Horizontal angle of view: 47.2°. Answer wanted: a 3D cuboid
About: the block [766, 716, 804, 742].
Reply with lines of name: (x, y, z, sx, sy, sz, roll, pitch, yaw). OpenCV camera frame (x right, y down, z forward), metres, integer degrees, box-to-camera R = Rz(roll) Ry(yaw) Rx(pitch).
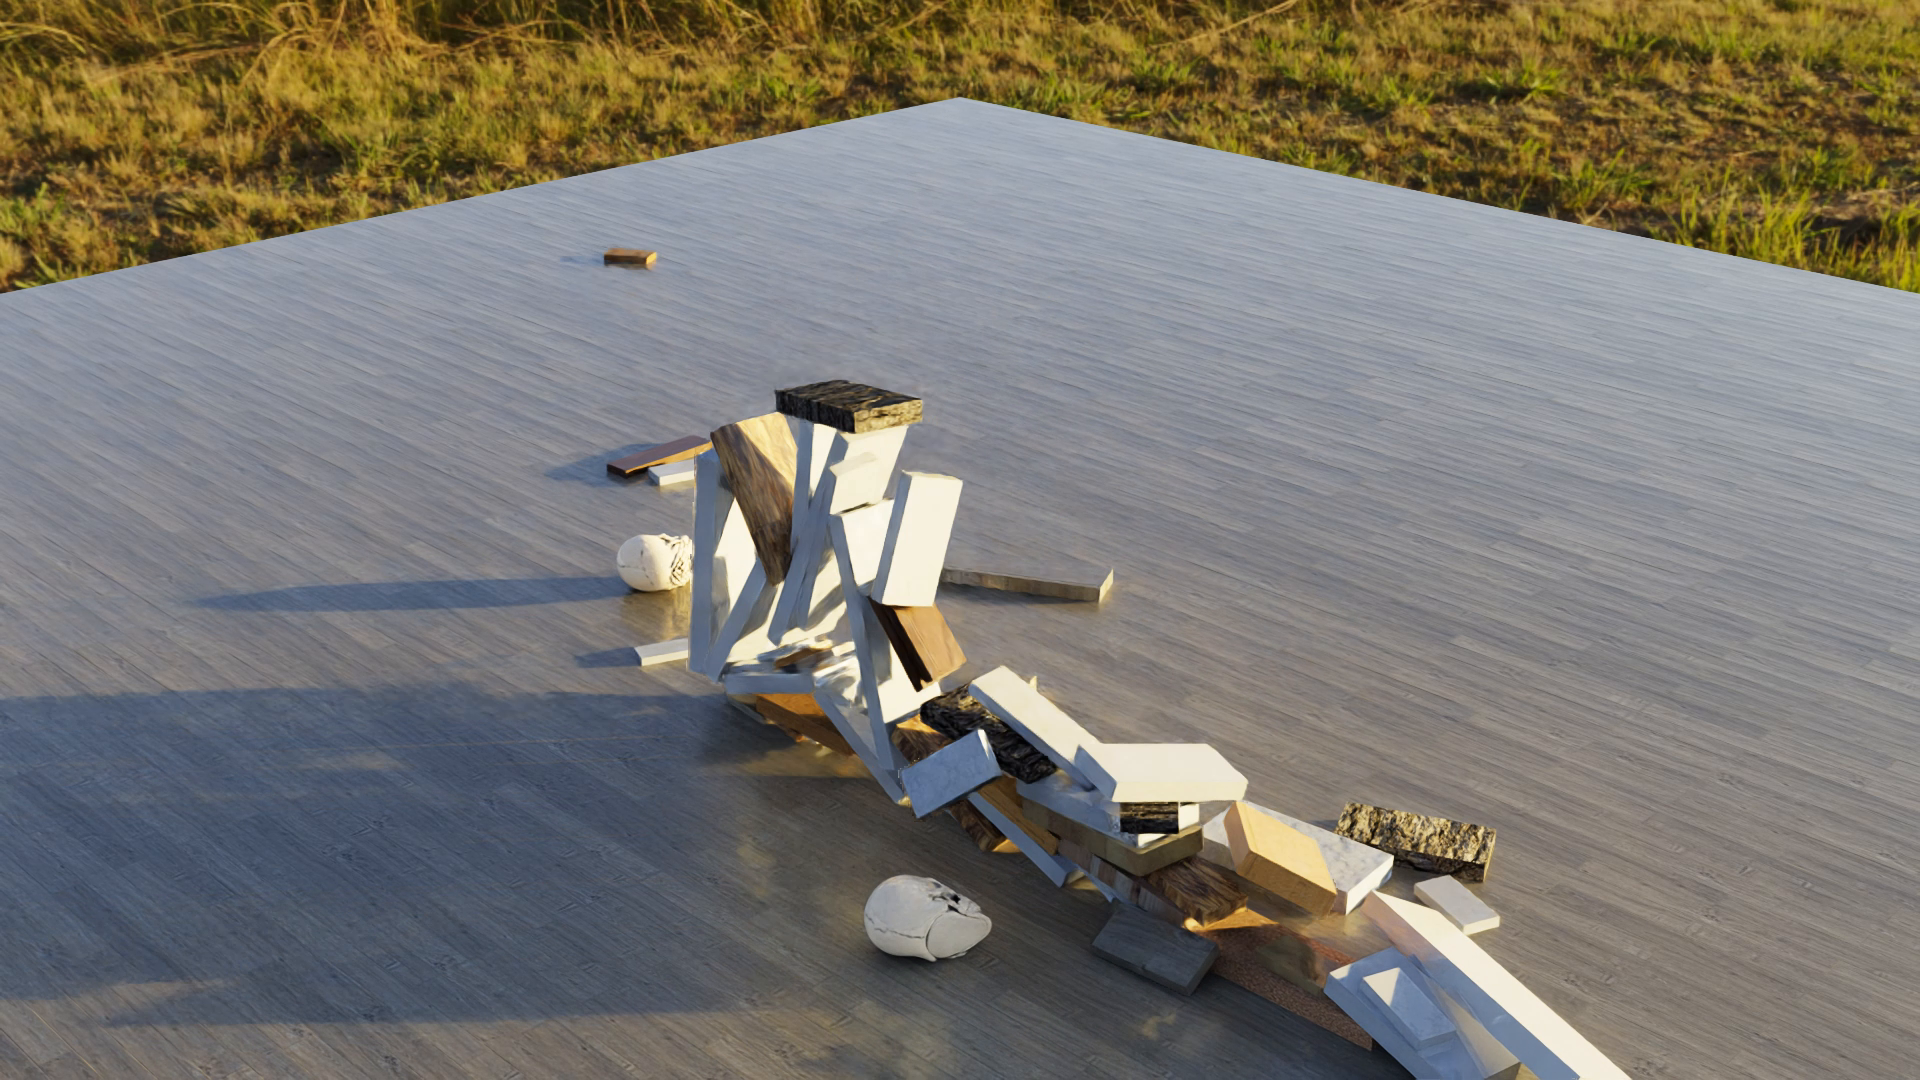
block: (-0.371, 0.384, 4.795, 0.072, 0.021, 0.145, -19, 41, -38)

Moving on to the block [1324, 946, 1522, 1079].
block: (0.775, 0.816, 3.698, 0.154, 0.044, 0.308, -13, 38, -33)

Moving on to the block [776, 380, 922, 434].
block: (-0.227, -0.271, 4.437, 0.157, 0.044, 0.314, -13, 18, -31)

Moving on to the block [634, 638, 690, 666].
block: (-0.687, 0.260, 5.124, 0.131, 0.018, 0.065, -10, 25, -22)

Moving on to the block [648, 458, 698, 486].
block: (-0.781, -0.194, 6.187, 0.172, 0.024, 0.086, -13, 26, -27)

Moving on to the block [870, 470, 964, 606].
block: (-0.084, -0.001, 4.279, 0.129, 0.258, 0.037, 4, 14, -42)

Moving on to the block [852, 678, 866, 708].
block: (-0.177, 0.286, 4.528, 0.018, 0.063, 0.127, 25, 38, 14)

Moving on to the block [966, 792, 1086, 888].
block: (0.150, 0.536, 4.306, 0.156, 0.044, 0.312, -21, 51, -40)

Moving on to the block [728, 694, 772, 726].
block: (-0.446, 0.365, 4.874, 0.072, 0.021, 0.145, -17, 28, -35)

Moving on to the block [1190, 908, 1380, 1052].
block: (0.566, 0.755, 3.926, 0.510, 0.044, 0.154, 21, 31, 40)

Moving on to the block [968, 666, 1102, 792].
block: (0.163, 0.355, 4.183, 0.320, 0.027, 0.097, 38, 39, 27)

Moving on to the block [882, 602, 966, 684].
block: (-0.074, 0.178, 4.356, 0.097, 0.194, 0.027, -28, -2, -39)

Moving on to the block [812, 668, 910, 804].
block: (-0.161, 0.399, 4.564, 0.146, 0.041, 0.292, -23, 67, -43)

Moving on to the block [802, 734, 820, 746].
block: (-0.324, 0.405, 4.739, 0.095, 0.013, 0.047, 33, 38, 33)

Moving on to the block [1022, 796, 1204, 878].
block: (0.283, 0.529, 4.115, 0.160, 0.045, 0.320, -16, 24, -37)

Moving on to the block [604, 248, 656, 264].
block: (-1.235, -1.064, 8.237, 0.172, 0.024, 0.086, 7, 24, 16)

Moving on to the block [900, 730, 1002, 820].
block: (-0.017, 0.445, 4.171, 0.194, 0.097, 0.027, -32, -22, 26)

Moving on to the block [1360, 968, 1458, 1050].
block: (0.750, 0.784, 3.680, 0.079, 0.022, 0.158, -9, 35, -28)

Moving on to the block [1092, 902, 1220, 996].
block: (0.350, 0.733, 3.942, 0.207, 0.029, 0.104, 18, 55, 36)

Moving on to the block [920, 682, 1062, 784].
block: (0.076, 0.370, 4.238, 0.288, 0.041, 0.144, 27, 32, 36)

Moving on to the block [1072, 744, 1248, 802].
block: (0.367, 0.424, 4.023, 0.288, 0.041, 0.144, 3, 23, -30)

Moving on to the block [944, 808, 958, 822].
block: (-0.022, 0.517, 4.470, 0.065, 0.018, 0.130, -21, 48, -41)

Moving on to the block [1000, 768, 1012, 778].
block: (0.062, 0.381, 4.320, 0.107, 0.030, 0.213, -23, 44, -40)

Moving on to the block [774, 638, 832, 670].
block: (-0.335, 0.244, 4.695, 0.121, 0.017, 0.060, -24, -3, 41)

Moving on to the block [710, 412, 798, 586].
block: (-0.390, -0.089, 4.681, 0.050, 0.350, 0.175, -26, -5, 43)

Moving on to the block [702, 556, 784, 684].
block: (-0.419, 0.161, 4.810, 0.175, 0.350, 0.050, -6, 45, -45)

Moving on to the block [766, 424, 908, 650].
block: (-0.259, -0.012, 4.556, 0.157, 0.569, 0.044, -19, 53, -41)

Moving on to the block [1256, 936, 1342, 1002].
block: (0.605, 0.749, 3.855, 0.079, 0.022, 0.158, -19, 29, -37)

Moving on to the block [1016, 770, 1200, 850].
block: (0.274, 0.480, 4.117, 0.160, 0.045, 0.320, -17, 25, -39)

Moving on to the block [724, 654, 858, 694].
block: (-0.358, 0.290, 4.732, 0.293, 0.041, 0.146, -4, 11, 44)

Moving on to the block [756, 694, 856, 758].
block: (-0.285, 0.371, 4.690, 0.292, 0.041, 0.146, 22, 30, 40)

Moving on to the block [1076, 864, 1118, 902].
block: (0.269, 0.624, 4.192, 0.068, 0.019, 0.135, -20, 56, -40)

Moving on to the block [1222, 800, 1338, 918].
block: (0.580, 0.577, 4.013, 0.172, 0.049, 0.345, 27, 8, -1)

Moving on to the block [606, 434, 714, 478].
block: (-0.857, -0.240, 6.295, 0.086, 0.024, 0.321, 20, 30, 39)

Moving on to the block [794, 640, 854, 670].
block: (-0.285, 0.243, 4.643, 0.127, 0.018, 0.063, -21, 0, 45)

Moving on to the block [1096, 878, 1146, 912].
block: (0.328, 0.660, 4.133, 0.068, 0.019, 0.135, -21, 47, -40)

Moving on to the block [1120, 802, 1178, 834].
block: (0.345, 0.476, 4.010, 0.103, 0.029, 0.207, 1, 19, 5)

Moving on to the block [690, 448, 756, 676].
block: (-0.518, 0.032, 4.837, 0.050, 0.519, 0.175, 17, 28, 22)

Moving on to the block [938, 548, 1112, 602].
block: (0.140, 0.084, 5.516, 0.468, 0.037, 0.129, 7, 24, 17)

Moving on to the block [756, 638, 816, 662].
block: (-0.374, 0.236, 4.731, 0.121, 0.017, 0.060, -16, 2, 37)

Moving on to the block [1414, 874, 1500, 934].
block: (0.930, 0.683, 4.121, 0.079, 0.022, 0.158, -10, 25, -22)

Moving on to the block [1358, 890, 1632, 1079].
block: (0.915, 0.784, 3.752, 0.172, 0.049, 0.595, 21, 11, -30)

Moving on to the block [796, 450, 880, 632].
block: (-0.254, 0.008, 4.507, 0.107, 0.457, 0.030, -25, 56, -34)

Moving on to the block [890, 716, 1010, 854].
block: (0.017, 0.472, 4.406, 0.156, 0.044, 0.312, -21, 60, -40)

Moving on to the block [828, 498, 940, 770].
block: (-0.141, 0.190, 4.465, 0.160, 0.529, 0.045, -19, 13, -41)

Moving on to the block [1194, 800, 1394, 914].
block: (0.643, 0.610, 4.260, 0.345, 0.049, 0.172, 18, 29, 36)

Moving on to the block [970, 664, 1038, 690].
block: (0.070, 0.356, 4.875, 0.129, 0.037, 0.258, 8, 24, 18)

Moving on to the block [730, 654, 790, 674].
block: (-0.432, 0.269, 4.771, 0.121, 0.017, 0.060, -7, 9, 31)

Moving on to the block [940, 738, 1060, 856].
block: (0.122, 0.475, 4.299, 0.312, 0.044, 0.156, 38, 41, 25)

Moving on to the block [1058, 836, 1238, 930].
block: (0.348, 0.611, 4.098, 0.154, 0.044, 0.308, -19, 37, -41)

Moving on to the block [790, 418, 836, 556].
block: (-0.274, -0.123, 4.616, 0.044, 0.314, 0.157, 19, 21, 39)

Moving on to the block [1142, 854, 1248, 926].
block: (0.415, 0.623, 4.012, 0.103, 0.029, 0.207, -14, 34, -35)

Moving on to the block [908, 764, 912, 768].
block: (-0.037, 0.477, 4.468, 0.130, 0.018, 0.065, 20, 30, 41)

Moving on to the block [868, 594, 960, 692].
block: (-0.091, 0.184, 4.390, 0.107, 0.213, 0.030, -29, 4, -39)

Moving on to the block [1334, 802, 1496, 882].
block: (0.890, 0.591, 4.315, 0.295, 0.041, 0.144, 9, 24, 19)
